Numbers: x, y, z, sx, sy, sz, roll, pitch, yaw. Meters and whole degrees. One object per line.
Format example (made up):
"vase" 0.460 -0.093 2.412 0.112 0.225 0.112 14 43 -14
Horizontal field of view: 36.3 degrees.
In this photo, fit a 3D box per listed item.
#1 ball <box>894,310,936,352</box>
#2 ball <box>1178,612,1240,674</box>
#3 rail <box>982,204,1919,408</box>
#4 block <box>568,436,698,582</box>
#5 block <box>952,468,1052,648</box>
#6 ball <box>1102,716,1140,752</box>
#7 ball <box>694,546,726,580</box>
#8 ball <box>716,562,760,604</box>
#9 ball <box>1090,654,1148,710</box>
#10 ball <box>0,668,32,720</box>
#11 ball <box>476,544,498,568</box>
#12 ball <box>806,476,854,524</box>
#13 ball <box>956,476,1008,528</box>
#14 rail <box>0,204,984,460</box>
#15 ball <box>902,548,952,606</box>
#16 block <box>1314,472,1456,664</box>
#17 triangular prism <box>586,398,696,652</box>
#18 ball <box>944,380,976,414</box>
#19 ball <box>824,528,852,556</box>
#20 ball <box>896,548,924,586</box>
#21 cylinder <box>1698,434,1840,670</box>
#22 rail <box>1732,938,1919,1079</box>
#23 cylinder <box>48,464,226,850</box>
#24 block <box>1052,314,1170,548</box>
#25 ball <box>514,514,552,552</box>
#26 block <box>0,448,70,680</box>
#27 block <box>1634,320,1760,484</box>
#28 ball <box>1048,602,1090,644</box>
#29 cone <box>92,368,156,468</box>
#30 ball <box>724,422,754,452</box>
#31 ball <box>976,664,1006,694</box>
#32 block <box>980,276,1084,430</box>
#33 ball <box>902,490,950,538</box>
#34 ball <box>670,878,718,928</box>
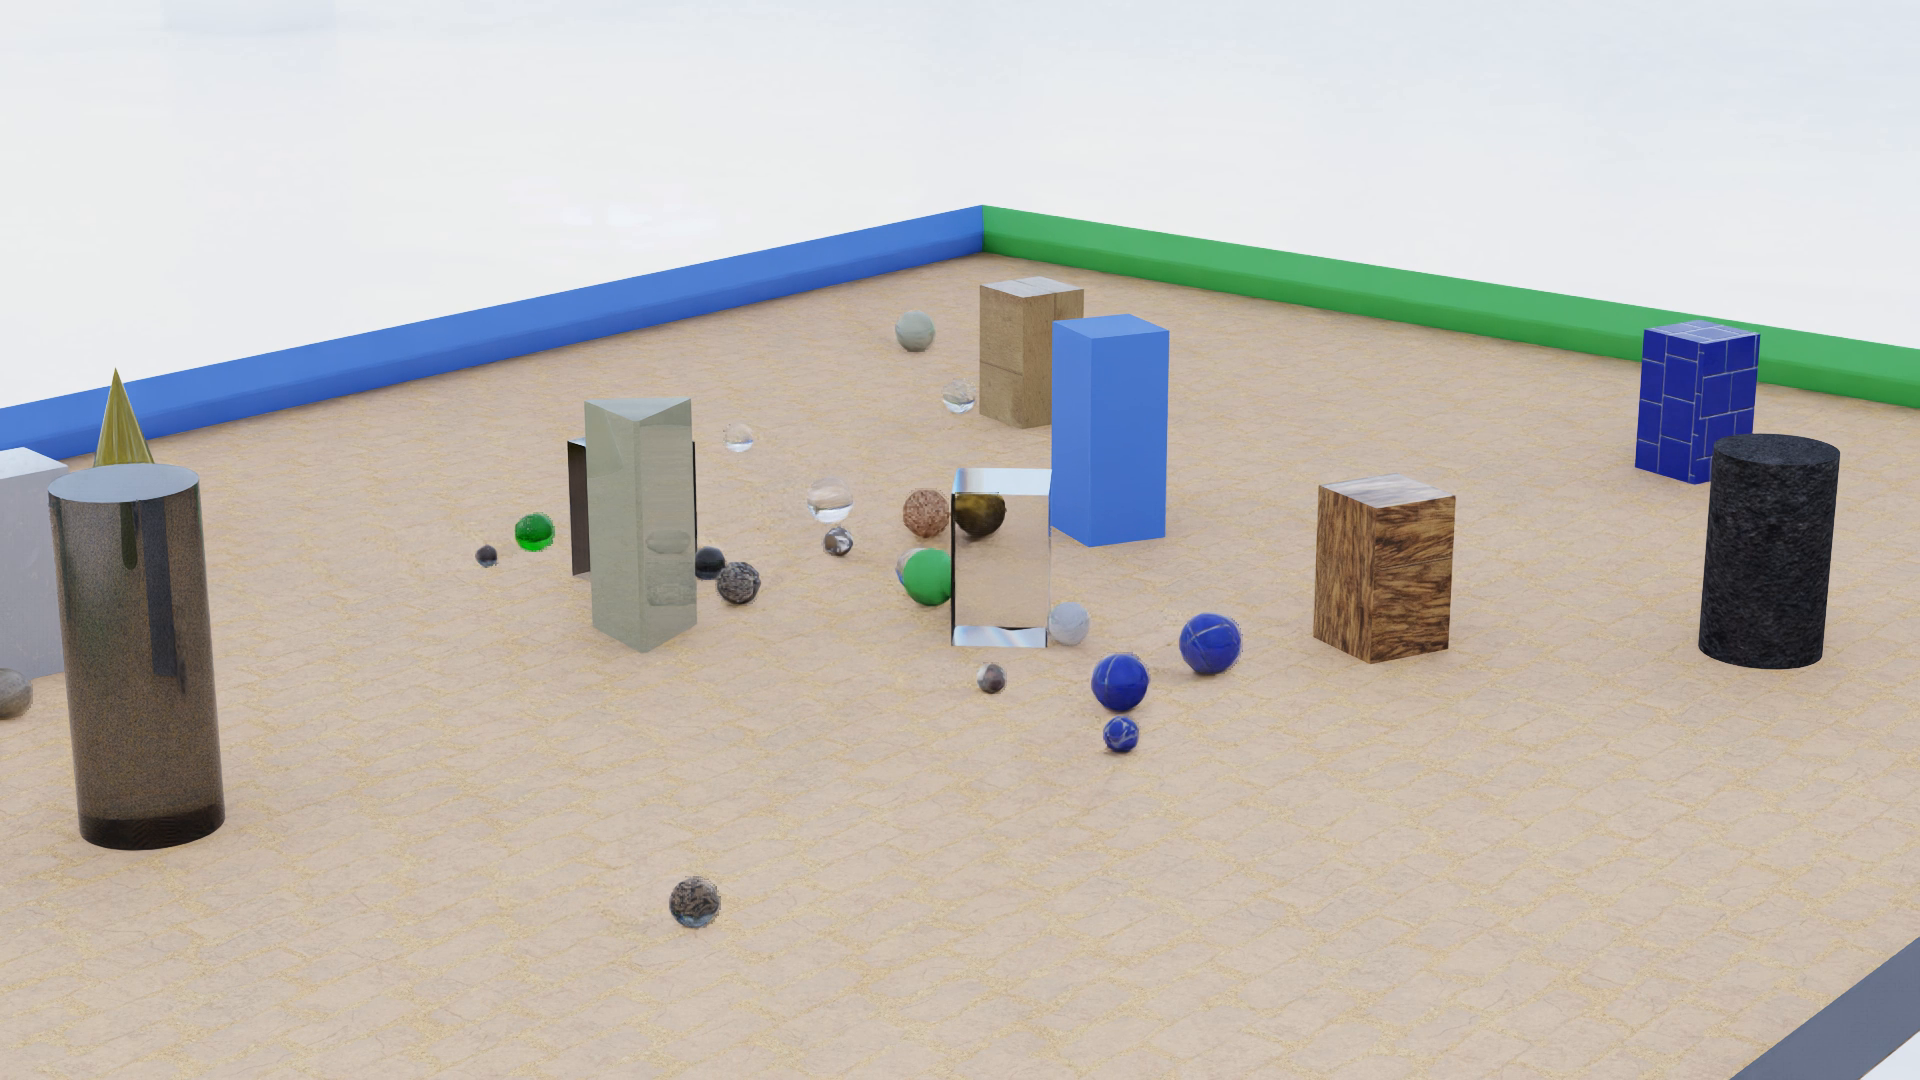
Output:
"ball" -0.105 -0.494 6.930 0.097 0.097 0.097 0 17 0
"ball" 0.403 0.166 4.731 0.100 0.100 0.100 0 17 0
"rail" 1.544 -0.480 6.822 3.970 0.129 0.045 14 22 39
"block" -0.580 -0.055 5.206 0.159 0.249 0.159 -16 23 -42
"block" 0.070 0.028 4.907 0.159 0.263 0.159 1 17 3
"ball" 0.241 0.291 4.392 0.055 0.055 0.055 0 17 0
"ball" -0.447 0.042 5.210 0.061 0.061 0.061 0 17 0
"ball" -0.383 0.075 5.077 0.075 0.075 0.075 0 17 0
"ball" 0.249 0.221 4.566 0.090 0.090 0.090 0 17 0
"ball" -1.476 0.237 4.531 0.078 0.078 0.078 0 17 0
"ball" -0.854 0.029 5.289 0.040 0.040 0.040 0 17 0
"ball" -0.247 -0.075 5.551 0.089 0.089 0.089 0 17 0
"ball" 0.040 -0.072 5.523 0.099 0.099 0.099 0 17 0
"rail" -1.481 -0.338 6.351 0.045 0.129 4.757 14 22 39
"ball" -0.050 0.064 5.070 0.099 0.099 0.099 0 17 0
"block" 0.700 0.045 4.848 0.159 0.264 0.159 -9 19 -28
"triangular prism" -0.510 -0.035 4.888 0.150 0.395 0.173 -12 20 -34
"ball" -0.001 -0.310 6.362 0.071 0.071 0.071 0 17 0
"ball" -0.222 0.003 5.353 0.054 0.054 0.054 0 17 0
"ball" -0.075 0.052 5.155 0.075 0.075 0.075 0 17 0
"cylinder" 1.324 0.017 4.803 0.199 0.344 0.199 0 17 0
"rail" 1.481 0.403 3.888 0.045 0.129 4.757 14 22 39
"cylinder" -1.137 0.160 4.060 0.199 0.498 0.199 0 17 0
"block" 0.277 -0.205 5.454 0.159 0.394 0.159 -7 18 -23
"ball" -0.783 -0.014 5.382 0.069 0.069 0.069 0 17 0
"block" -1.534 0.042 4.730 0.159 0.338 0.159 -15 22 -40
"block" 1.479 -0.278 5.884 0.159 0.286 0.159 -11 20 -33
"ball" 0.181 0.137 4.863 0.071 0.071 0.071 0 17 0
"cone" -1.539 -0.156 5.391 0.199 0.336 0.199 0 17 0
"ball" -0.456 -0.211 6.051 0.061 0.061 0.061 0 17 0
"ball" 0.049 0.219 4.645 0.047 0.047 0.047 0 17 0
"block" 0.153 -0.404 6.302 0.159 0.286 0.159 -11 20 -33
"ball" -0.063 -0.049 5.464 0.089 0.089 0.089 0 17 0
"ball" -0.344 0.469 3.789 0.064 0.064 0.064 0 17 0
